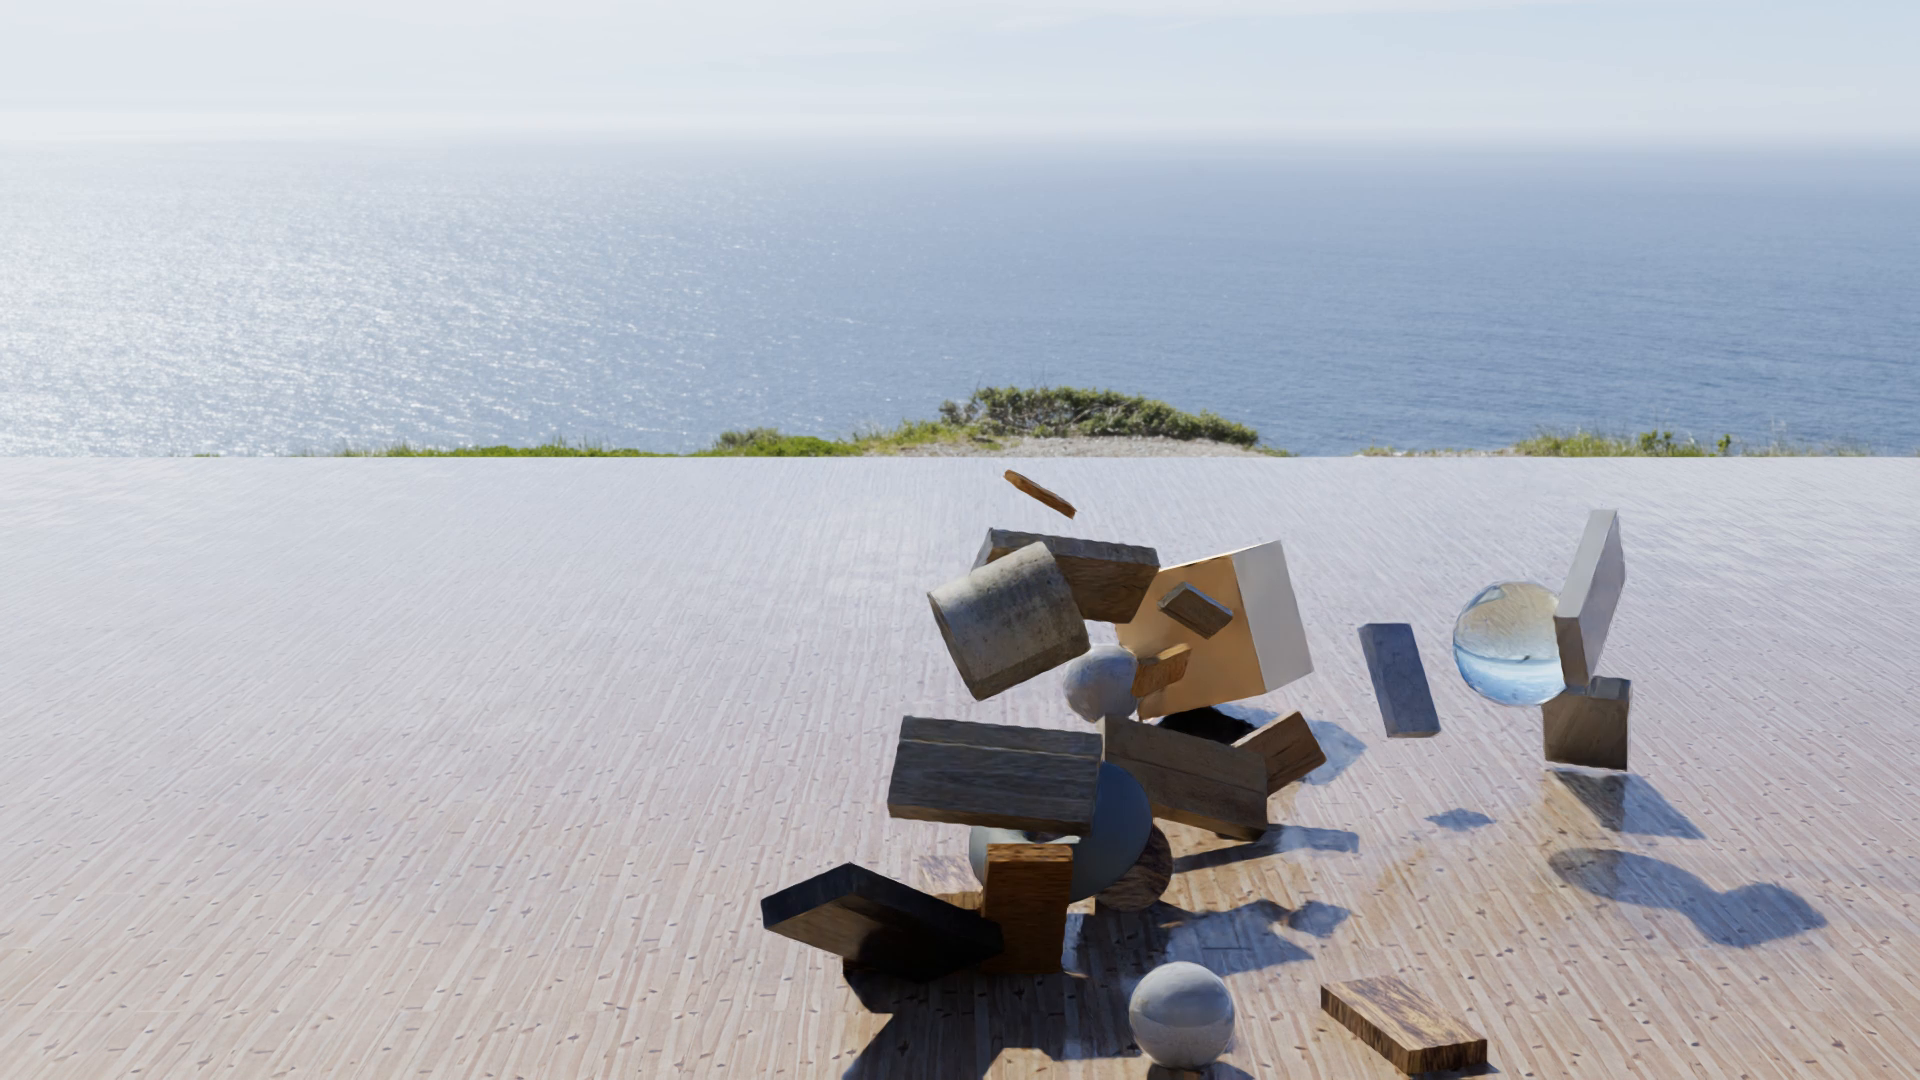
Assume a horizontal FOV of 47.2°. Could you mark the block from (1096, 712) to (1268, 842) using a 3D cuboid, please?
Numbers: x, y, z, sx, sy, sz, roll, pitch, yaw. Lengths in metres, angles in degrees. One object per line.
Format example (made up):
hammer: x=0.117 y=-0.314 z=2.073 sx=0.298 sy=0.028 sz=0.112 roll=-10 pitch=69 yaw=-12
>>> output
block: x=0.394 y=0.424 z=3.925 sx=0.317 sy=0.158 sz=0.045 roll=16 pitch=-38 yaw=-14

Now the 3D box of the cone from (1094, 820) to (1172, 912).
cone: x=0.250 y=0.550 z=3.684 sx=0.166 sy=0.166 sz=0.166 roll=-3 pitch=-16 yaw=-16

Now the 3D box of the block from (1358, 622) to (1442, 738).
block: x=0.842 y=0.268 z=4.214 sx=0.112 sy=0.223 sz=0.032 roll=2 pitch=-25 yaw=-33

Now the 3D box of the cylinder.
cylinder: x=0.077 y=0.130 z=3.512 sx=0.195 sy=0.195 sz=0.195 roll=-24 pitch=14 yaw=-7

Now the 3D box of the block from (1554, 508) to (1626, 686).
block: x=1.115 y=0.099 z=3.885 sx=0.044 sy=0.154 sz=0.308 roll=2 pitch=38 yaw=30

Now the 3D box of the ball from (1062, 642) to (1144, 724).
ball: x=0.301 y=0.302 z=4.609 sx=0.173 sy=0.173 sz=0.173 roll=0 pitch=11 yaw=0

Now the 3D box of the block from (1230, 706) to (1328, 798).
block: x=0.551 y=0.413 z=4.046 sx=0.223 sy=0.112 sz=0.032 roll=-31 pitch=10 yaw=1

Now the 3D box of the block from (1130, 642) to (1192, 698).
block: x=0.349 y=0.225 z=3.802 sx=0.018 sy=0.065 sz=0.130 roll=32 pitch=32 yaw=32

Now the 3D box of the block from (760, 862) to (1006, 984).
block: x=-0.103 y=0.547 z=3.112 sx=0.151 sy=0.043 sz=0.384 roll=-26 pitch=-33 yaw=24

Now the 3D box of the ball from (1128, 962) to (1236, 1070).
ball: x=0.301 y=0.645 z=2.978 sx=0.145 sy=0.145 sz=0.145 roll=0 pitch=11 yaw=0

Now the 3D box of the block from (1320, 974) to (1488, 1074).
block: x=0.621 y=0.679 z=3.094 sx=0.123 sy=0.035 sz=0.246 roll=-4 pitch=11 yaw=-19

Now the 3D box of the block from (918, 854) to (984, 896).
block: x=0.027 y=0.584 z=3.581 sx=0.158 sy=0.045 sz=0.317 roll=-1 pitch=11 yaw=-7

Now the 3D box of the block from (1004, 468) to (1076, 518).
block: x=0.144 y=-0.084 z=3.950 sx=0.130 sy=0.018 sz=0.065 roll=28 pitch=8 yaw=-27

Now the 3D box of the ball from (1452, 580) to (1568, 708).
ball: x=1.010 y=0.188 z=3.985 sx=0.233 sy=0.233 sz=0.233 roll=0 pitch=11 yaw=0

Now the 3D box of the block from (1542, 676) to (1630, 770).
block: x=1.213 y=0.352 z=4.260 sx=0.158 sy=0.045 sz=0.317 roll=5 pitch=-28 yaw=19

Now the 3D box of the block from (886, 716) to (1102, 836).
block: x=0.054 y=0.352 z=3.288 sx=0.302 sy=0.043 sz=0.151 roll=5 pitch=55 yaw=9

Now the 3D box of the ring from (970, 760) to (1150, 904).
ring: x=0.160 y=0.469 z=3.538 sx=0.306 sy=0.102 sz=0.306 roll=-17 pitch=30 yaw=10

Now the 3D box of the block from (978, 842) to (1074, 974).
block: x=0.095 y=0.548 z=3.255 sx=0.123 sy=0.246 sz=0.035 roll=0 pitch=39 yaw=-5

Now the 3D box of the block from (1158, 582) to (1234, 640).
block: x=0.413 y=0.124 z=3.852 sx=0.130 sy=0.065 sz=0.018 roll=31 pitch=29 yaw=-34

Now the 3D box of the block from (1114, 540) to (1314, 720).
block: x=0.540 y=0.192 z=4.737 sx=0.298 sy=0.298 sz=0.298 roll=-15 pitch=-1 yaw=29

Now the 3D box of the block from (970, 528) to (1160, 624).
block: x=0.173 y=0.064 z=3.765 sx=0.302 sy=0.151 sz=0.043 roll=7 pitch=45 yaw=-18

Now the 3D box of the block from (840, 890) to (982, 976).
block: x=-0.056 y=0.591 z=3.311 sx=0.246 sy=0.123 sz=0.035 roll=-4 pitch=38 yaw=-9
